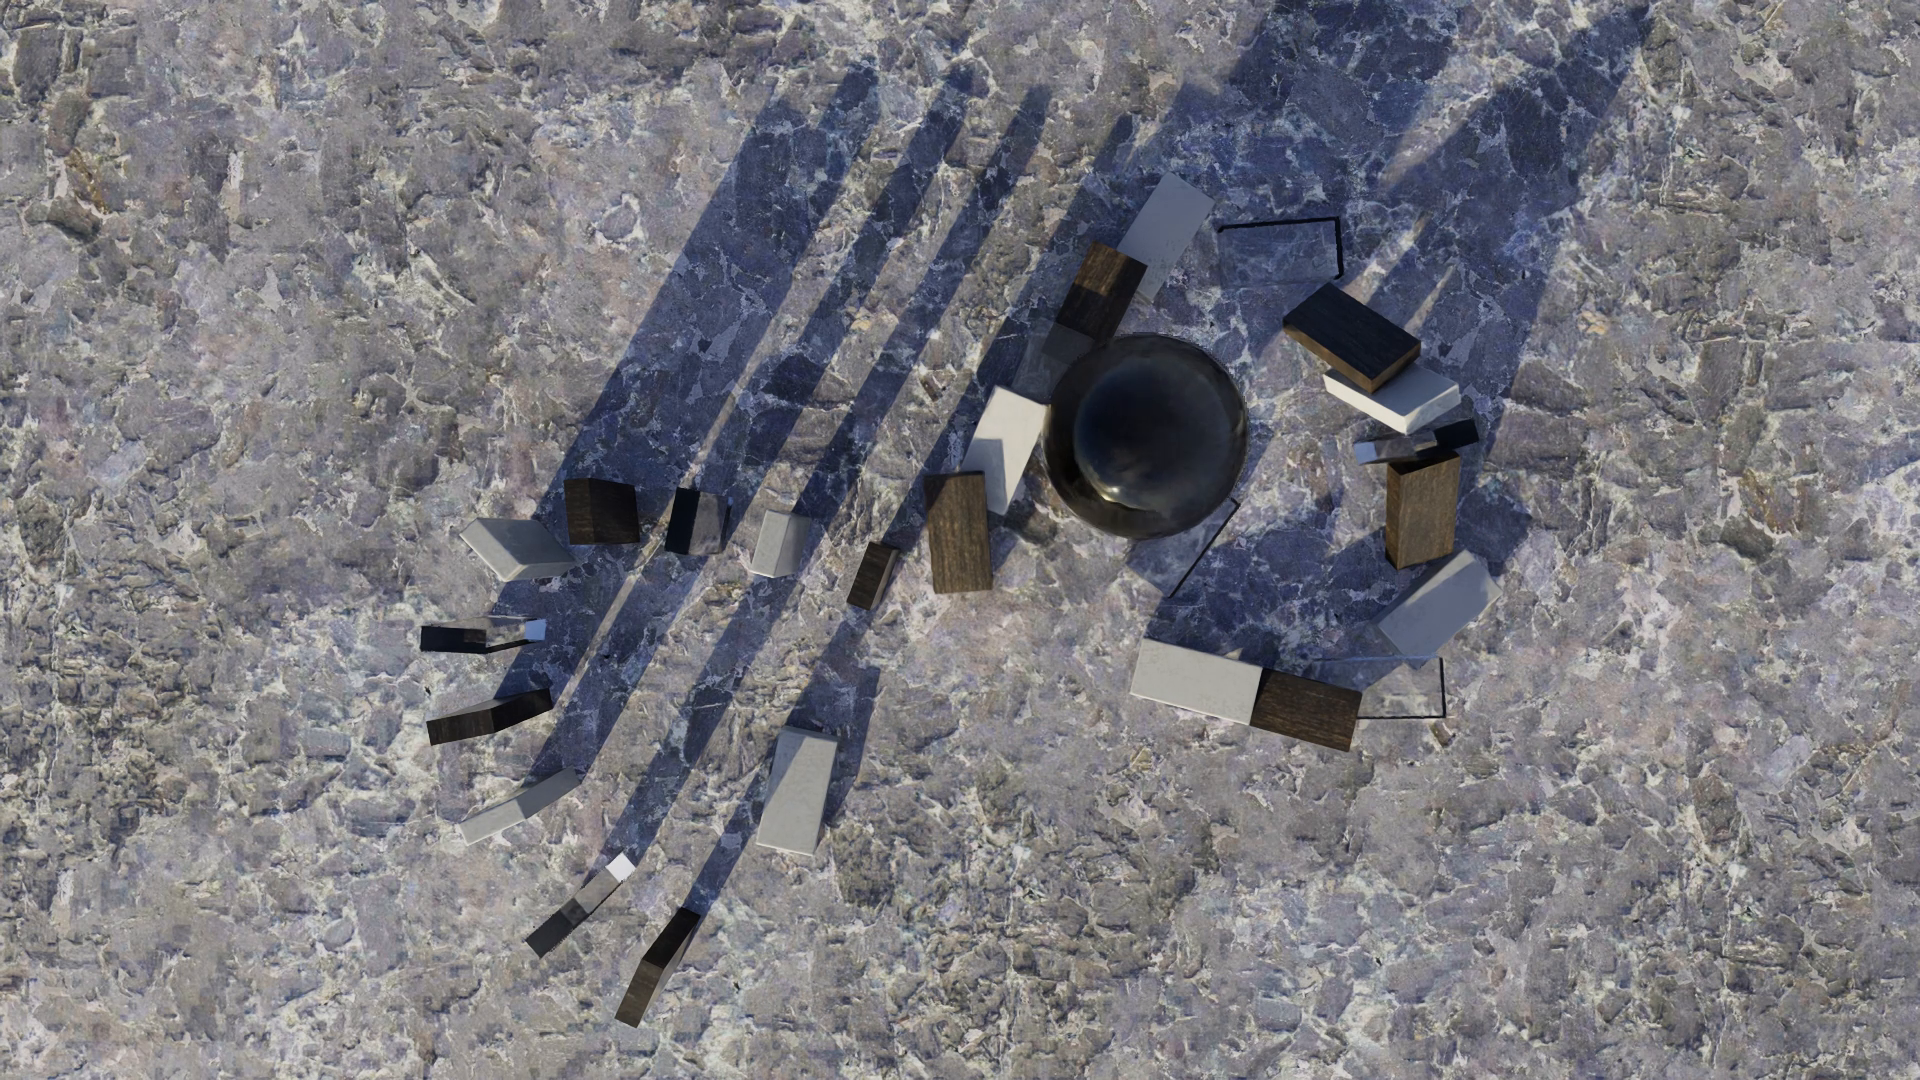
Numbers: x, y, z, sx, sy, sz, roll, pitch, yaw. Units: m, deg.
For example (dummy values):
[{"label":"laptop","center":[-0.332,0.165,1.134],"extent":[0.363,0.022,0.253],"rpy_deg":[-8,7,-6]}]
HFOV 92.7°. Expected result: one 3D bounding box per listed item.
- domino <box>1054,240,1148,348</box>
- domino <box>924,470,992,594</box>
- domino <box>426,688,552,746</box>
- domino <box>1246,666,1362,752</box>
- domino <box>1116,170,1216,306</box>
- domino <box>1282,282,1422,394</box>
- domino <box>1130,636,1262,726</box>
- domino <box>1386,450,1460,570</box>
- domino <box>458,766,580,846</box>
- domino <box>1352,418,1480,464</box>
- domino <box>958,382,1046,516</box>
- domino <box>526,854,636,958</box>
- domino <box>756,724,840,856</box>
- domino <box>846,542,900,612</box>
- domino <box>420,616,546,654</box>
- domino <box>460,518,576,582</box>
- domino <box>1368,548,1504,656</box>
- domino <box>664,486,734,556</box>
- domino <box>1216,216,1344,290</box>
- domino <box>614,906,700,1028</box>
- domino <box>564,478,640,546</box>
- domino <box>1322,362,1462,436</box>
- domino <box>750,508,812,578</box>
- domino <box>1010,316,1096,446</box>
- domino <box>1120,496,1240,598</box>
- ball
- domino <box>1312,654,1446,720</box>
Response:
[{"label":"domino","center":[0.057,-0.098,0.390],"extent":[0.025,0.010,0.050],"rpy_deg":[26,104,0]},{"label":"domino","center":[-0.001,-0.003,0.389],"extent":[0.025,0.009,0.050],"rpy_deg":[-5,105,1]},{"label":"domino","center":[-0.191,0.072,0.375],"extent":[0.025,0.050,0.010],"rpy_deg":[-11,90,0]},{"label":"domino","center":[0.141,0.070,0.388],"extent":[0.050,0.010,0.025],"rpy_deg":[13,90,17]},{"label":"domino","center":[0.085,-0.130,0.395],"extent":[0.025,0.009,0.050],"rpy_deg":[33,90,0]},{"label":"domino","center":[0.162,-0.085,0.382],"extent":[0.025,0.010,0.050],"rpy_deg":[-38,54,0]},{"label":"domino","center":[0.100,0.059,0.390],"extent":[0.050,0.010,0.025],"rpy_deg":[13,90,14]},{"label":"domino","center":[0.192,-0.013,0.382],"extent":[0.025,0.010,0.050],"rpy_deg":[-18,126,0]},{"label":"domino","center":[-0.179,0.108,0.375],"extent":[0.025,0.050,0.010],"rpy_deg":[-24,90,0]},{"label":"domino","center":[0.185,-0.040,0.375],"extent":[0.025,0.050,0.009],"rpy_deg":[-18,93,0]},{"label":"domino","center":[0.017,-0.038,0.388],"extent":[0.025,0.010,0.050],"rpy_deg":[23,107,0]},{"label":"domino","center":[-0.154,0.148,0.375],"extent":[0.025,0.050,0.009],"rpy_deg":[-41,90,0]},{"label":"domino","center":[-0.070,0.108,0.395],"extent":[0.025,0.009,0.050],"rpy_deg":[12,90,0]},{"label":"domino","center":[-0.035,0.014,0.375],"extent":[0.010,0.050,0.025],"rpy_deg":[21,90,0]},{"label":"domino","center":[-0.194,0.038,0.375],"extent":[0.025,0.050,0.010],"rpy_deg":[3,90,0]},{"label":"domino","center":[-0.179,0.004,0.375],"extent":[0.010,0.050,0.025],"rpy_deg":[-44,90,0]},{"label":"domino","center":[0.205,0.029,0.395],"extent":[0.050,0.009,0.025],"rpy_deg":[-41,90,0]},{"label":"domino","center":[-0.106,-0.007,0.375],"extent":[0.009,0.050,0.025],"rpy_deg":[12,90,0]},{"label":"domino","center":[0.138,-0.124,0.395],"extent":[0.050,0.010,0.025],"rpy_deg":[-5,90,0]},{"label":"domino","center":[-0.123,0.173,0.375],"extent":[0.009,0.050,0.025],"rpy_deg":[25,90,0]},{"label":"domino","center":[-0.146,-0.011,0.375],"extent":[0.010,0.050,0.025],"rpy_deg":[-6,90,0]},{"label":"domino","center":[0.176,-0.063,0.377],"extent":[0.025,0.050,0.010],"rpy_deg":[-31,125,0]},{"label":"domino","center":[-0.072,0.001,0.375],"extent":[0.009,0.050,0.025],"rpy_deg":[15,90,0]},{"label":"domino","center":[0.036,-0.066,0.389],"extent":[0.025,0.009,0.050],"rpy_deg":[23,105,0]},{"label":"domino","center":[0.095,-0.003,0.395],"extent":[0.025,0.010,0.050],"rpy_deg":[37,90,0]},{"label":"ball","center":[0.072,-0.040,0.360],"extent":[0.080,0.080,0.080],"rpy_deg":[0,90,0]},{"label":"domino","center":[0.177,0.063,0.389],"extent":[0.050,0.010,0.025],"rpy_deg":[-4,90,15]}]
